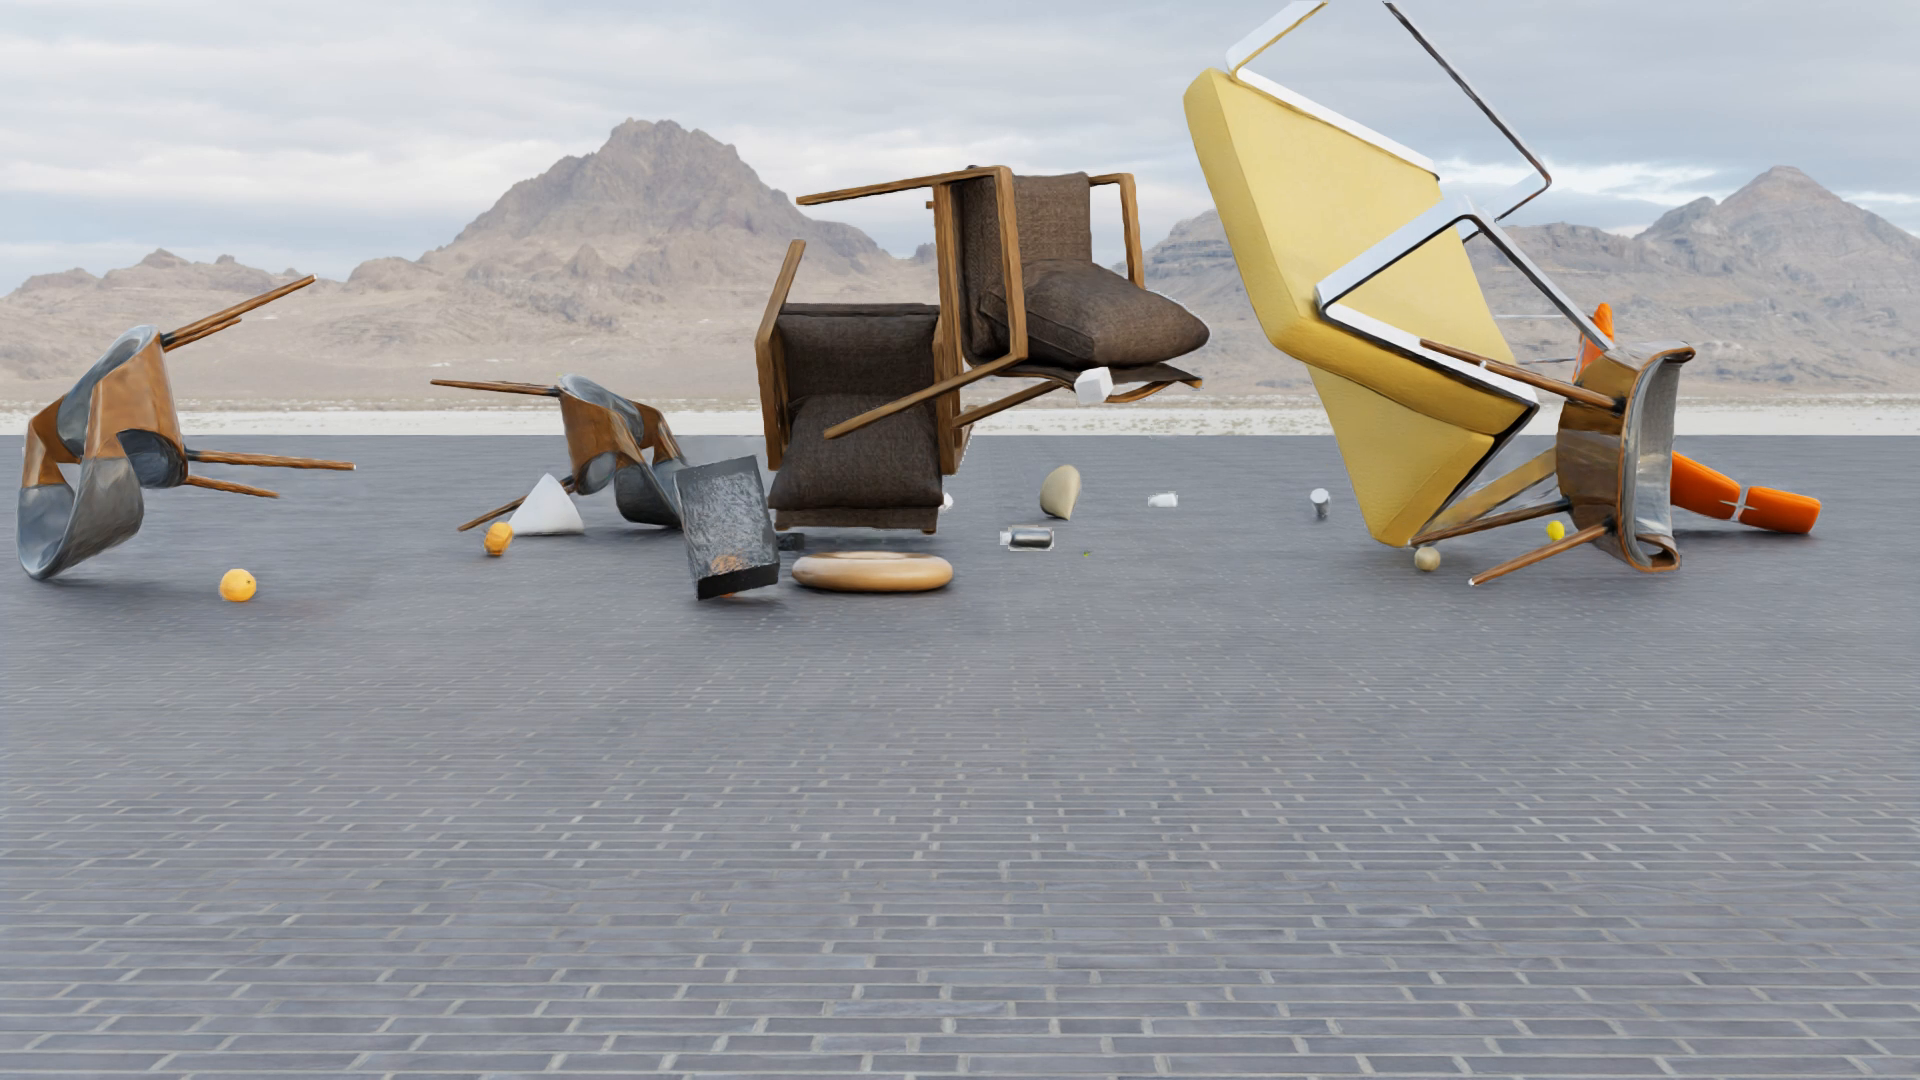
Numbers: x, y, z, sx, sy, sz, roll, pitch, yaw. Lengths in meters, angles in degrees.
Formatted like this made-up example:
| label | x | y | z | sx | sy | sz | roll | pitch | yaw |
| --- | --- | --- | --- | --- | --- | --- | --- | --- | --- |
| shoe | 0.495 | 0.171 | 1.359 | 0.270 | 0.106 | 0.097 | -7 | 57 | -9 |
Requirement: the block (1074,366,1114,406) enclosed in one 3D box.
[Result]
| label | x | y | z | sx | sy | sz | roll | pitch | yaw |
| --- | --- | --- | --- | --- | --- | --- | --- | --- | --- |
| block | 0.275 | -0.317 | 4.521 | 0.054 | 0.048 | 0.080 | -10 | 20 | 22 |

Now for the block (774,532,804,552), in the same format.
| label | x | y | z | sx | sy | sz | roll | pitch | yaw |
| --- | --- | --- | --- | --- | --- | --- | --- | --- | --- |
| block | -0.496 | 0.005 | 6.148 | 0.105 | 0.045 | 0.066 | 2 | 4 | 22 |

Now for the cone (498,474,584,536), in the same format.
| label | x | y | z | sx | sy | sz | roll | pitch | yaw |
| --- | --- | --- | --- | --- | --- | --- | --- | --- | --- |
| cone | -1.319 | -0.062 | 6.760 | 0.234 | 0.238 | 0.158 | -28 | -27 | -24 |

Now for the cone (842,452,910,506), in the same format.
| label | x | y | z | sx | sy | sz | roll | pitch | yaw |
| --- | --- | --- | --- | --- | --- | --- | --- | --- | --- |
| cone | -0.301 | -0.264 | 8.389 | 0.256 | 0.159 | 0.251 | -32 | 9 | 3 |

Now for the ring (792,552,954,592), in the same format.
| label | x | y | z | sx | sy | sz | roll | pitch | yaw |
| --- | --- | --- | --- | --- | --- | --- | --- | --- | --- |
| ring | -0.199 | 0.071 | 4.982 | 0.349 | 0.075 | 0.407 | -2 | 4 | -36 |

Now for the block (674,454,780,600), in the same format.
| label | x | y | z | sx | sy | sz | roll | pitch | yaw |
| --- | --- | --- | --- | --- | --- | --- | --- | --- | --- |
| block | -0.493 | -0.025 | 4.644 | 0.171 | 0.238 | 0.172 | -12 | -15 | -10 |

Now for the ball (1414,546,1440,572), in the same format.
| label | x | y | z | sx | sy | sz | roll | pitch | yaw |
| --- | --- | --- | --- | --- | --- | --- | --- | --- | --- |
| ball | 1.148 | 0.046 | 5.401 | 0.064 | 0.064 | 0.064 | 0 | 4 | 0 |

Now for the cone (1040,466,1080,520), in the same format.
| label | x | y | z | sx | sy | sz | roll | pitch | yaw |
| --- | --- | --- | --- | --- | --- | --- | --- | --- | --- |
| cone | 0.363 | -0.120 | 7.626 | 0.140 | 0.204 | 0.215 | 13 | 27 | -14 |
